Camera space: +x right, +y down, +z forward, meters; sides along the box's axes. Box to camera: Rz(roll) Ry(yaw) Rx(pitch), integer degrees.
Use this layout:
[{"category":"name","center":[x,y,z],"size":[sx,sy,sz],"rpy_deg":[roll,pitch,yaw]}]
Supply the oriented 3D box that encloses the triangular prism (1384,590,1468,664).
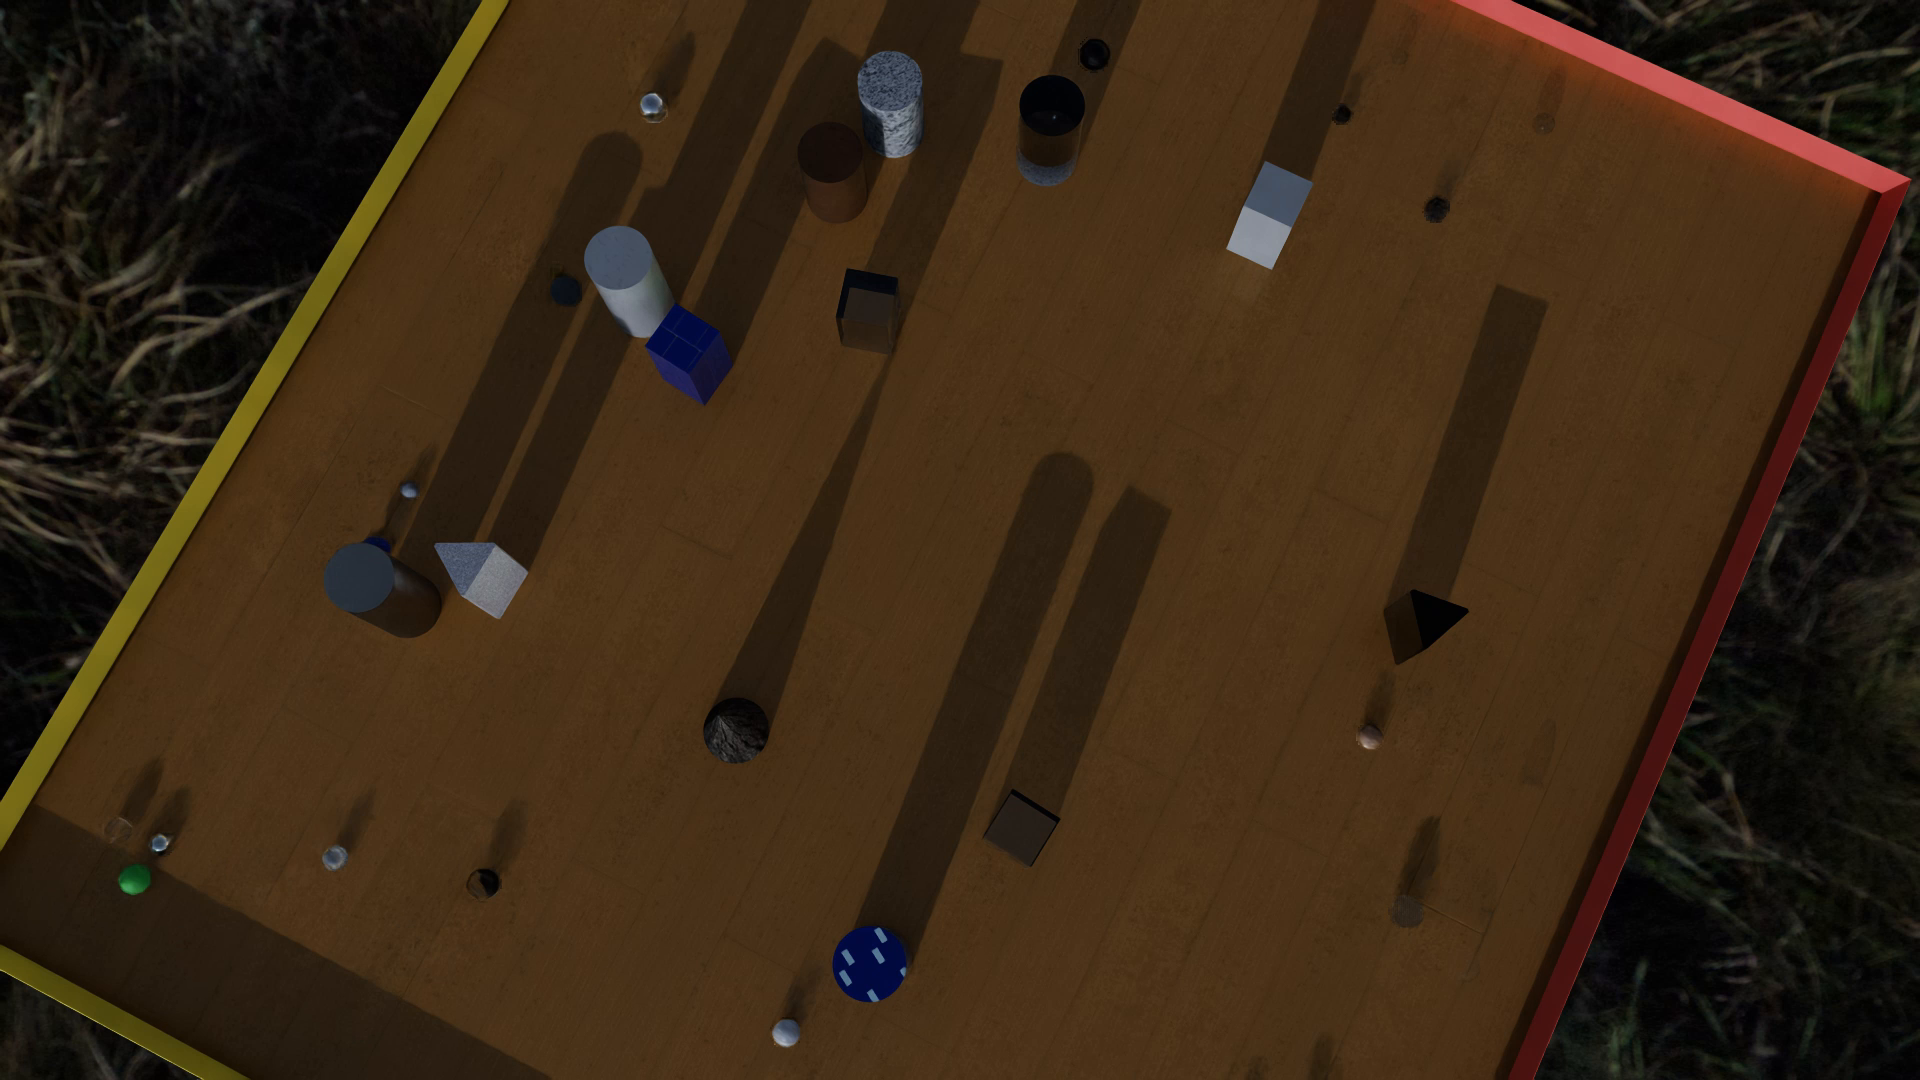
[{"category":"triangular prism","center":[1.338,0.233,5.393],"size":[0.171,0.342,0.148],"rpy_deg":[-39,81,-7]}]

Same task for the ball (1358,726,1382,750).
[{"category":"ball","center":[1.224,0.588,5.459],"size":[0.070,0.070,0.070],"rpy_deg":[0,78,0]}]

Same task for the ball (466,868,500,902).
[{"category":"ball","center":[-1.394,1.008,5.360],"size":[0.094,0.094,0.094],"rpy_deg":[0,78,0]}]

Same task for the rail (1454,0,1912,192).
[{"category":"rail","center":[1.041,-2.032,5.971],"size":[4.290,0.128,0.045],"rpy_deg":[26,80,5]}]

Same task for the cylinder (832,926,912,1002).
[{"category":"cylinder","center":[-0.242,1.182,5.131],"size":[0.198,0.473,0.198],"rpy_deg":[0,78,0]}]

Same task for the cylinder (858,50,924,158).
[{"category":"cylinder","center":[-0.212,-1.356,5.721],"size":[0.198,0.344,0.198],"rpy_deg":[0,78,0]}]

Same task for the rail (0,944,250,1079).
[{"category":"rail","center":[-1.041,2.046,5.126],"size":[4.290,0.128,0.045],"rpy_deg":[26,80,5]}]

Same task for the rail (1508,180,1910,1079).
[{"category":"rail","center":[1.898,0.936,5.356],"size":[0.045,0.128,4.704],"rpy_deg":[26,80,5]}]

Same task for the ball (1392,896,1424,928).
[{"category":"ball","center":[1.305,1.085,5.345],"size":[0.092,0.092,0.092],"rpy_deg":[0,78,0]}]

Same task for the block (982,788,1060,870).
[{"category":"block","center":[0.173,0.837,5.283],"size":[0.158,0.315,0.158],"rpy_deg":[32,80,6]}]

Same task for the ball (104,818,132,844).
[{"category":"ball","center":[-2.481,0.857,5.401],"size":[0.075,0.075,0.075],"rpy_deg":[0,78,0]}]

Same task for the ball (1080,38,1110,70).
[{"category":"ball","center":[0.433,-1.559,5.889],"size":[0.099,0.099,0.099],"rpy_deg":[0,78,0]}]

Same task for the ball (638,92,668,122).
[{"category":"ball","center":[-0.983,-1.384,5.854],"size":[0.095,0.095,0.095],"rpy_deg":[0,78,0]}]

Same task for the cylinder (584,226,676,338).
[{"category":"cylinder","center":[-0.995,-0.776,5.550],"size":[0.198,0.446,0.198],"rpy_deg":[0,78,0]}]

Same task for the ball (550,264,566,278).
[{"category":"ball","center":[-1.267,-0.845,5.767],"size":[0.048,0.048,0.048],"rpy_deg":[0,78,0]}]

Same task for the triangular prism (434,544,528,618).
[{"category":"triangular prism","center":[-1.382,0.089,5.389],"size":[0.148,0.410,0.171],"rpy_deg":[-30,80,-6]}]

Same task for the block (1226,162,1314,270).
[{"category":"block","center":[0.950,-0.994,5.639],"size":[0.158,0.360,0.158],"rpy_deg":[26,79,5]}]

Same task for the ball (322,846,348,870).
[{"category":"ball","center":[-1.836,0.935,5.386],"size":[0.073,0.073,0.073],"rpy_deg":[0,78,0]}]

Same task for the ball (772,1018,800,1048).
[{"category":"ball","center":[-0.499,1.420,5.282],"size":[0.080,0.080,0.080],"rpy_deg":[0,78,0]}]

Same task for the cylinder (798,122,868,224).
[{"category":"cylinder","center":[-0.392,-1.135,5.684],"size":[0.198,0.327,0.198],"rpy_deg":[0,78,0]}]

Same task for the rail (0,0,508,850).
[{"category":"rail","center":[-1.898,-0.922,5.741],"size":[0.045,0.128,4.704],"rpy_deg":[26,80,5]}]

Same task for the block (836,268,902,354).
[{"category":"block","center":[-0.278,-0.698,5.619],"size":[0.158,0.278,0.158],"rpy_deg":[11,79,2]}]

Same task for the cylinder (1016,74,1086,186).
[{"category":"cylinder","center":[0.277,-1.264,5.683],"size":[0.198,0.383,0.198],"rpy_deg":[0,78,0]}]

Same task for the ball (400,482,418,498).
[{"category":"ball","center":[-1.689,-0.153,5.621],"size":[0.053,0.053,0.053],"rpy_deg":[0,78,0]}]

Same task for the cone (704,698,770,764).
[{"category":"cone","center":[-0.671,0.529,5.291],"size":[0.198,0.423,0.198],"rpy_deg":[0,78,0]}]

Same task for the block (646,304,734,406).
[{"category":"block","center":[-0.818,-0.558,5.559],"size":[0.158,0.339,0.158],"rpy_deg":[33,80,6]}]

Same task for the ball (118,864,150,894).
[{"category":"ball","center":[-2.417,0.994,5.366],"size":[0.088,0.088,0.088],"rpy_deg":[0,78,0]}]

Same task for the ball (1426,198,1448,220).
[{"category":"ball","center":[1.508,-1.045,5.797],"size":[0.071,0.071,0.071],"rpy_deg":[0,78,0]}]

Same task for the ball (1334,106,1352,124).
[{"category":"ball","center":[1.227,-1.362,5.871],"size":[0.054,0.054,0.054],"rpy_deg":[0,78,0]}]

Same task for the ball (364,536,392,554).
[{"category":"ball","center":[-1.775,0.034,5.562],"size":[0.093,0.093,0.093],"rpy_deg":[0,78,0]}]

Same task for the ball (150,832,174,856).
[{"category":"ball","center":[-2.353,0.895,5.398],"size":[0.065,0.065,0.065],"rpy_deg":[0,78,0]}]

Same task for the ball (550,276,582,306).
[{"category":"ball","center":[-1.233,-0.778,5.730],"size":[0.094,0.094,0.094],"rpy_deg":[0,78,0]}]

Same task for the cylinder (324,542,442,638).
[{"category":"cylinder","center":[-1.676,0.153,5.342],"size":[0.198,0.476,0.198],"rpy_deg":[0,78,0]}]
